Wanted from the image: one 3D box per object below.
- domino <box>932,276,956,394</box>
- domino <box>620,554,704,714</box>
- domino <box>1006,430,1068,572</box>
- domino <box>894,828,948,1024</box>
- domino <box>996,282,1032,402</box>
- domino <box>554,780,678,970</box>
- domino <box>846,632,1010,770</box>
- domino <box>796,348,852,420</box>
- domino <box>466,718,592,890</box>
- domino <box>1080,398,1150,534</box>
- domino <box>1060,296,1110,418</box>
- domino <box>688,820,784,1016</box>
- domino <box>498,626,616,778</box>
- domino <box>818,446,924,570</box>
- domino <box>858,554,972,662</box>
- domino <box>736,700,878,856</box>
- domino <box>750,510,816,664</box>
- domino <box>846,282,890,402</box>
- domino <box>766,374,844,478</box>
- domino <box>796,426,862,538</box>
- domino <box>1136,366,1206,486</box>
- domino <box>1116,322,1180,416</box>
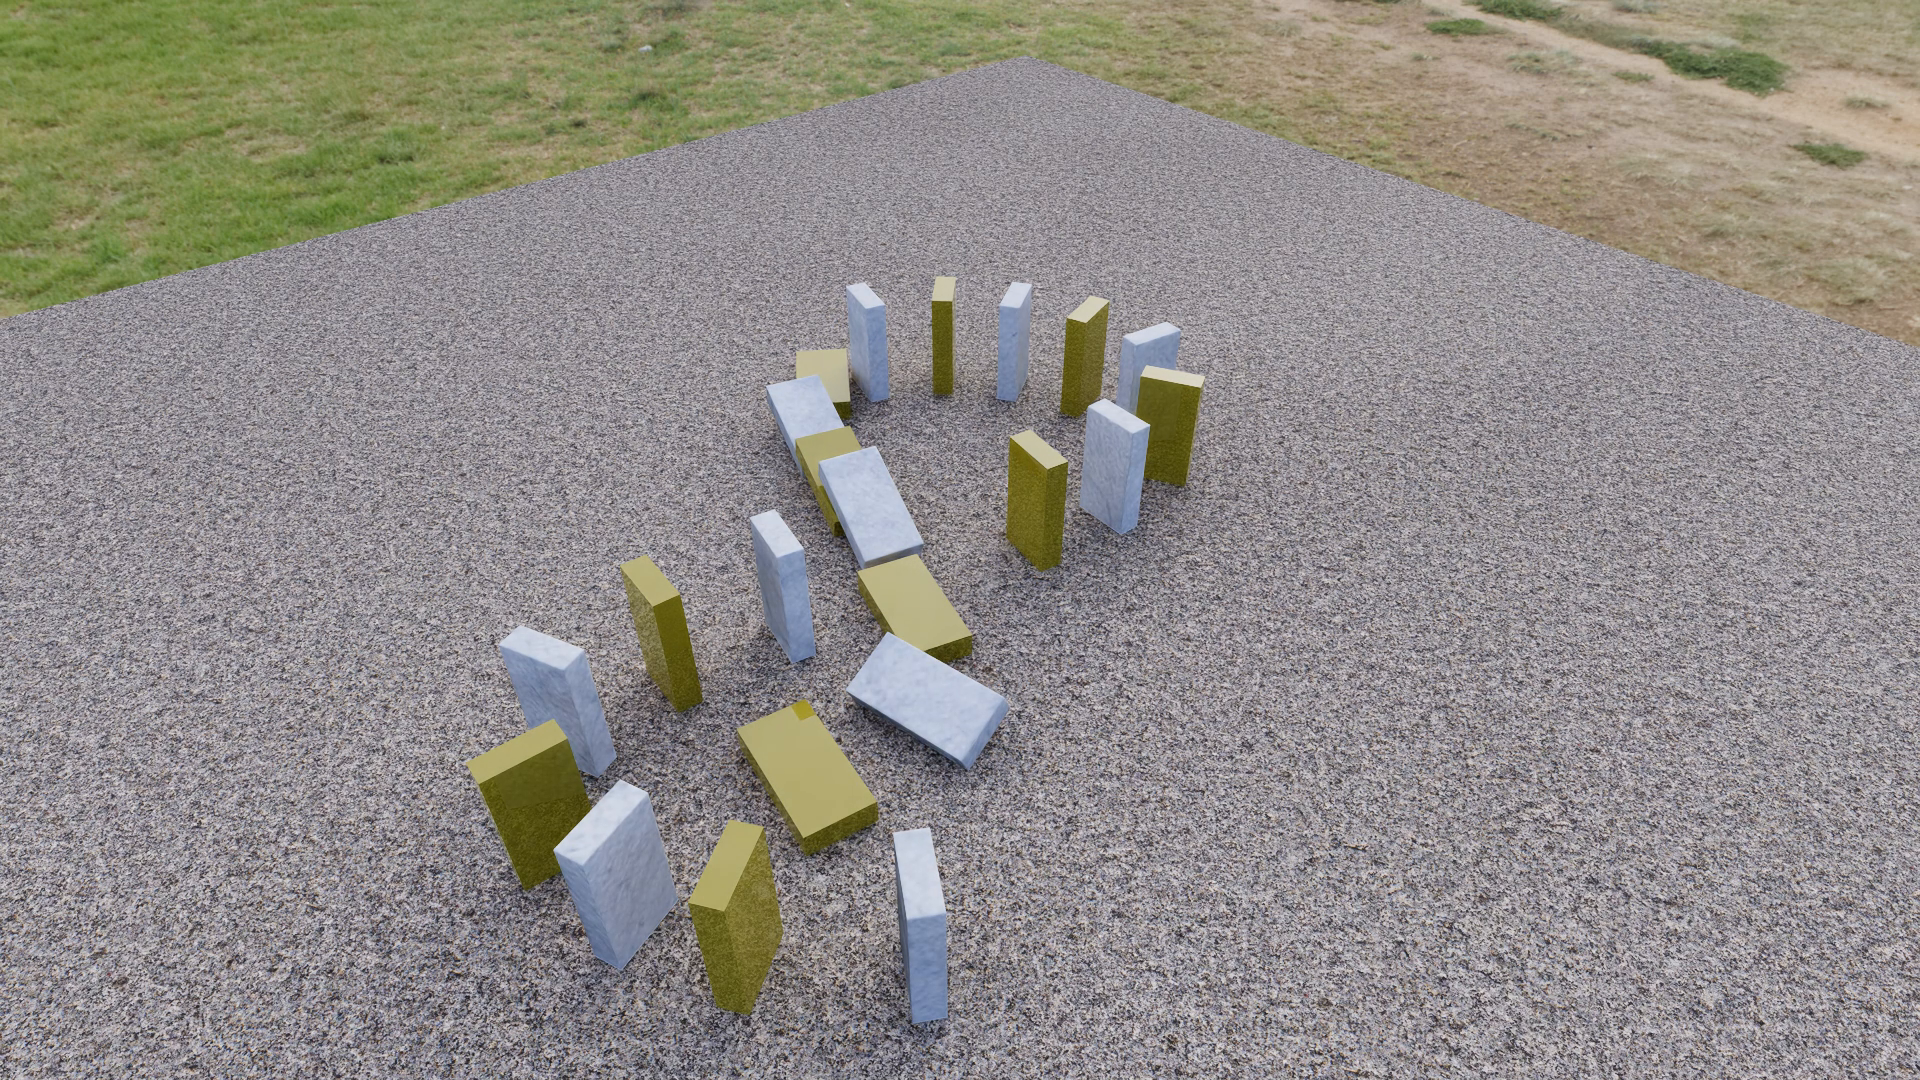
[{"bbox_3d":[-0.008,-0.099,0.532,0.010,0.050,0.025,2,39,3],"label":"domino"},{"bbox_3d":[-0.101,0.032,0.372,0.010,0.050,0.025,-26,46,-28],"label":"domino"},{"bbox_3d":[0.030,-0.015,0.430,0.009,0.050,0.025,-21,44,-24],"label":"domino"},{"bbox_3d":[-0.010,0.101,0.288,0.010,0.050,0.025,-7,40,-8],"label":"domino"},{"bbox_3d":[0.026,-0.095,0.527,0.010,0.050,0.025,10,40,12],"label":"domino"},{"bbox_3d":[-0.092,0.092,0.299,0.009,0.050,0.025,18,43,21],"label":"domino"},{"bbox_3d":[-0.011,0.054,0.371,0.050,0.010,0.025,26,70,28],"label":"domino"},{"bbox_3d":[-0.067,-0.076,0.536,0.025,0.009,0.050,-4,40,-5],"label":"domino"},{"bbox_3d":[-0.121,0.077,0.317,0.025,0.050,0.009,-27,47,-29],"label":"domino"},{"bbox_3d":[0.062,-0.030,0.448,0.010,0.050,0.025,-27,46,-29],"label":"domino"},{"bbox_3d":[0.058,-0.086,0.516,0.009,0.050,0.025,21,44,23],"label":"domino"},{"bbox_3d":[-0.058,0.100,0.290,0.010,0.050,0.025,9,40,11],"label":"domino"},{"bbox_3d":[-0.127,0.052,0.348,0.025,0.050,0.010,17,42,19],"label":"domino"},{"bbox_3d":[-0.037,-0.013,0.445,0.025,0.010,0.050,-18,63,-19],"label":"domino"},{"bbox_3d":[-0.018,0.027,0.411,0.025,0.009,0.050,-17,42,-19],"label":"domino"},{"bbox_3d":[-0.049,0.075,0.352,0.025,0.009,0.050,-22,44,-24],"label":"domino"},{"bbox_3d":[-0.063,0.017,0.391,0.009,0.050,0.025,-20,43,-23],"label":"domino"},{"bbox_3d":[-0.044,-0.094,0.527,0.009,0.050,0.025,-17,42,-20],"label":"domino"},{"bbox_3d":[-0.068,-0.052,0.498,0.025,0.010,0.050,-16,56,-19],"label":"domino"},{"bbox_3d":[-0.050,-0.026,0.466,0.025,0.009,0.050,-16,54,-19],"label":"domino"},{"bbox_3d":[0.088,-0.048,0.471,0.025,0.050,0.009,14,41,16],"label":"domino"},{"bbox_3d":[0.084,-0.071,0.499,0.025,0.050,0.010,-22,44,-24],"label":"domino"}]
